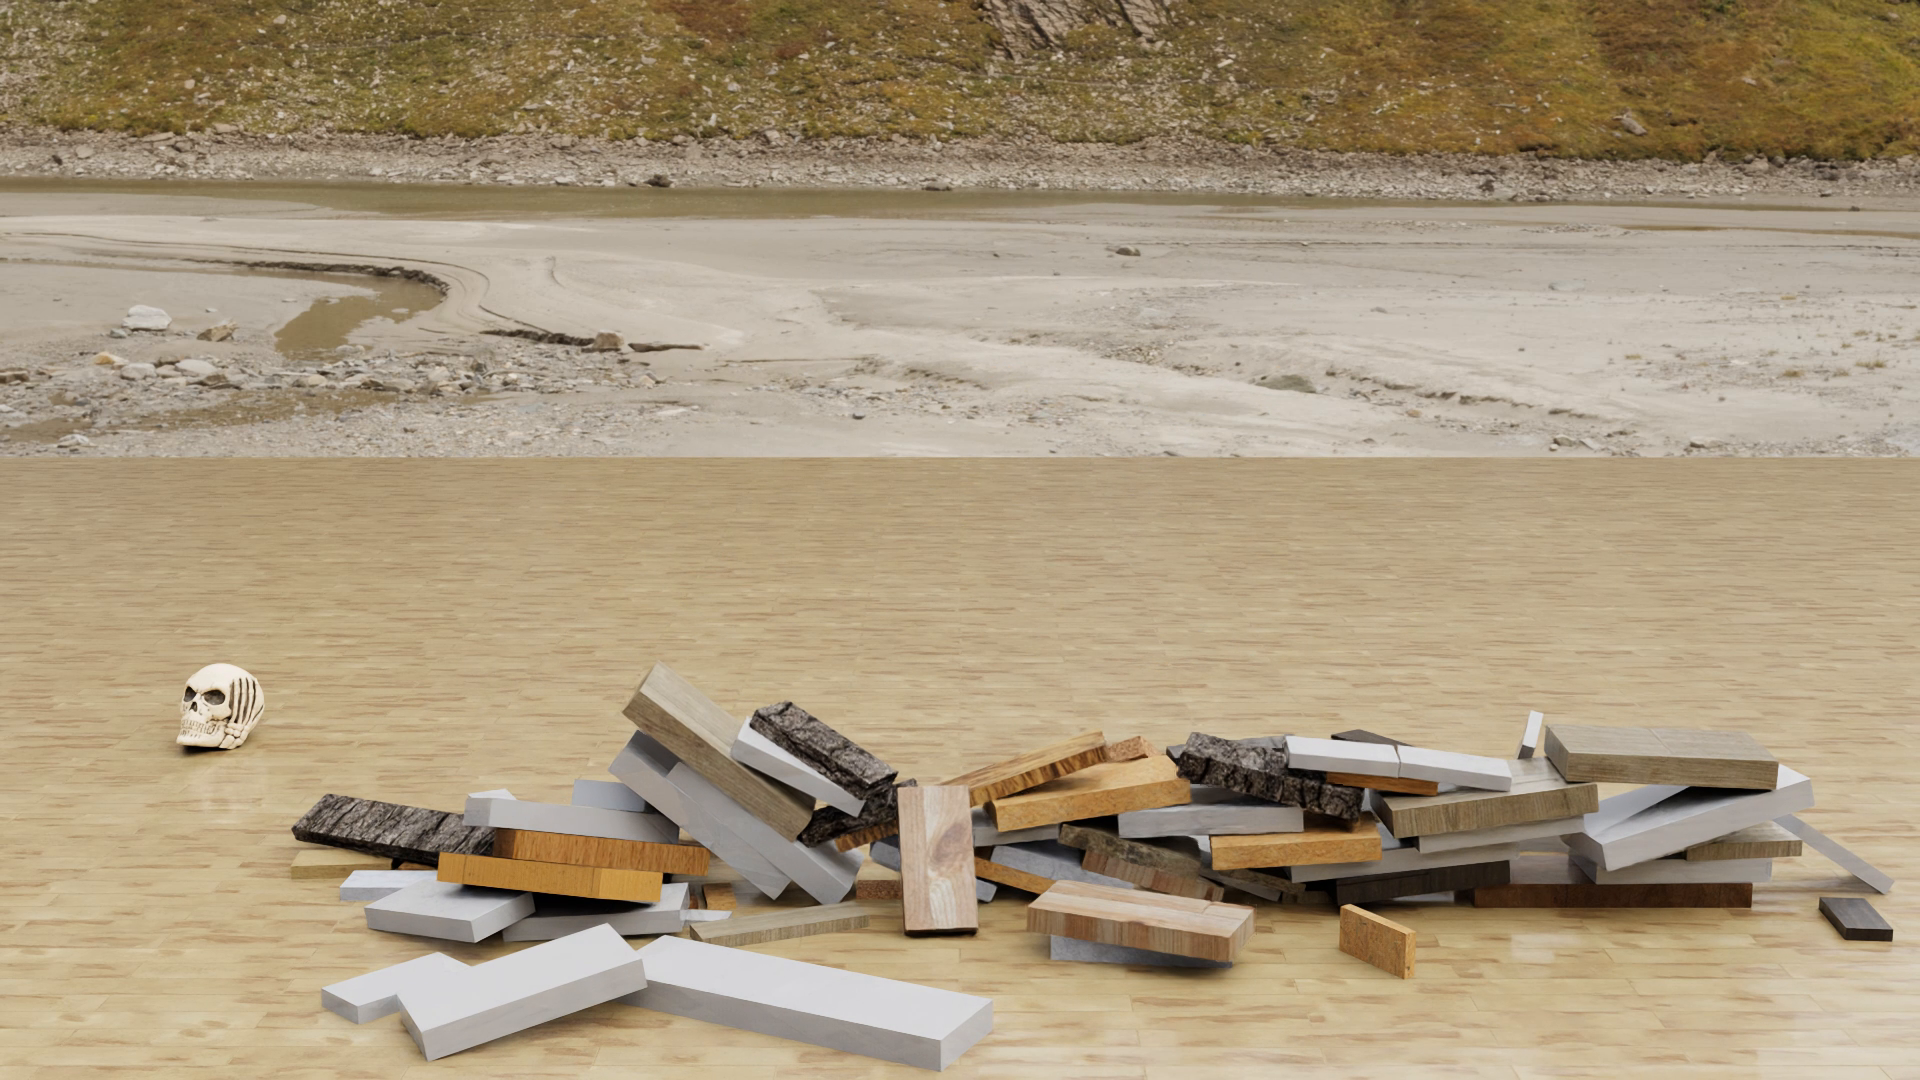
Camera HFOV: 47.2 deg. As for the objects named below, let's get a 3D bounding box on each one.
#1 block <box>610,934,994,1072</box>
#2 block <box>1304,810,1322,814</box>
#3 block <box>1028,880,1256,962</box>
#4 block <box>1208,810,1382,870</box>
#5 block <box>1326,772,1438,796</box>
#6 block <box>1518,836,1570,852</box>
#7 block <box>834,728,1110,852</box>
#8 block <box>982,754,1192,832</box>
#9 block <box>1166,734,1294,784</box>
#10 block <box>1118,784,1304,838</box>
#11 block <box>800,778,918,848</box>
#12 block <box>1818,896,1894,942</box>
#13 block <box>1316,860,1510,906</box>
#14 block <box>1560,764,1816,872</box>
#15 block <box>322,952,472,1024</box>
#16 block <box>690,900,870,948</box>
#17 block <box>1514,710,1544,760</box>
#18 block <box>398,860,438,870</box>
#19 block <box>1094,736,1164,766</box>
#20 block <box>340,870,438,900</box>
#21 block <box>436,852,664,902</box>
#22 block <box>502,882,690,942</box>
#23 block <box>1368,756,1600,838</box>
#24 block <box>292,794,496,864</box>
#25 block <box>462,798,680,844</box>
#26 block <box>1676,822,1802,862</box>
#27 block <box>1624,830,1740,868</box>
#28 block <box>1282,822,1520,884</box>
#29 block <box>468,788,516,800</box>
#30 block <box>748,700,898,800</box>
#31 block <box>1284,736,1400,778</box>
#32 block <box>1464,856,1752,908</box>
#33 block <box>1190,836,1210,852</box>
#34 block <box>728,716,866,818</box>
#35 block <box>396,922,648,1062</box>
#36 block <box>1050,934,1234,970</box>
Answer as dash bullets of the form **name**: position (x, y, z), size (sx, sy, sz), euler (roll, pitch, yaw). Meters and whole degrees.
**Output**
- **block**: position (-0.238, 0.661, 3.163), size (0.558, 0.045, 0.160), euler (5, 12, 27)
- **block**: position (0.593, 0.497, 3.786), size (0.112, 0.032, 0.223), euler (-7, -16, 5)
- **block**: position (0.279, 0.583, 3.382), size (0.322, 0.039, 0.139), euler (5, 11, 23)
- **block**: position (0.544, 0.489, 3.588), size (0.269, 0.038, 0.135), euler (-4, 11, 5)
- **block**: position (0.686, 0.381, 3.584), size (0.176, 0.025, 0.088), euler (6, 13, 7)
- **block**: position (1.078, 0.525, 3.930), size (0.223, 0.032, 0.112), euler (1, 11, 5)
- **block**: position (0.018, 0.412, 3.628), size (0.469, 0.027, 0.096), euler (-19, 11, 3)
- **block**: position (0.206, 0.418, 3.643), size (0.322, 0.042, 0.149), euler (-8, 10, -8)
- **block**: position (0.474, 0.414, 3.891), size (0.247, 0.123, 0.035), euler (-3, 33, -19)
- **block**: position (0.413, 0.445, 3.645), size (0.299, 0.042, 0.149), euler (-3, 10, 5)
- **block**: position (-0.163, 0.450, 3.626), size (0.192, 0.027, 0.096), euler (-19, 12, 7)
- **block**: position (1.434, 0.607, 3.522), size (0.072, 0.020, 0.143), euler (1, 11, 5)
- **block**: position (0.743, 0.542, 3.637), size (0.290, 0.041, 0.145), euler (-6, 11, -6)
- **block**: position (1.179, 0.440, 3.583), size (0.365, 0.047, 0.166), euler (-16, 12, -7)
- **block**: position (-0.823, 0.657, 3.231), size (0.099, 0.028, 0.198), euler (10, 14, 43)
- **block**: position (-0.285, 0.612, 3.493), size (0.277, 0.020, 0.072), euler (-4, 11, -23)
- **block**: position (0.952, 0.418, 3.786), size (0.021, 0.316, 0.075), euler (16, 51, 12)
- **block**: position (-0.864, 0.562, 3.757), size (0.167, 0.024, 0.084), euler (2, 11, 9)
- **block**: position (0.225, 0.412, 3.809), size (0.247, 0.035, 0.123), euler (-22, -30, 17)
- **block**: position (-0.940, 0.577, 3.673), size (0.167, 0.024, 0.084), euler (0, 11, 1)
- **block**: position (-0.649, 0.533, 3.479), size (0.320, 0.045, 0.160), euler (1, -10, 28)
- **block**: position (-0.578, 0.593, 3.510), size (0.279, 0.036, 0.127), euler (-3, 11, 0)
- **block**: position (0.849, 0.416, 3.583), size (0.331, 0.047, 0.166), euler (-7, 12, -2)
- **block**: position (-0.967, 0.504, 3.806), size (0.430, 0.028, 0.099), euler (4, 34, 30)
- **block**: position (-0.643, 0.466, 3.644), size (0.320, 0.045, 0.160), euler (10, -10, -26)
- **block**: position (1.275, 0.498, 3.638), size (0.198, 0.028, 0.099), euler (-1, 11, -7)
- **block**: position (1.160, 0.481, 3.602), size (0.198, 0.028, 0.099), euler (-15, 12, -4)
- **block**: position (0.717, 0.505, 3.627), size (0.375, 0.038, 0.135), euler (-6, 11, -3)
- **block**: position (-0.864, 0.498, 4.109), size (0.072, 0.020, 0.144), euler (-5, 12, -27)
- **block**: position (-0.225, 0.345, 3.628), size (0.231, 0.033, 0.116), euler (31, 15, 17)
- **block**: position (0.620, 0.352, 3.576), size (0.176, 0.025, 0.088), euler (5, 13, 2)
- **block**: position (1.070, 0.569, 3.670), size (0.453, 0.041, 0.145), euler (0, 11, 0)
- **block**: position (0.457, 0.511, 3.861), size (0.121, 0.034, 0.242), euler (15, 24, 24)
- **block**: position (-0.260, 0.372, 3.607), size (0.231, 0.033, 0.116), euler (26, 13, -3)
- **block**: position (-0.625, 0.641, 3.135), size (0.319, 0.045, 0.160), euler (-15, 16, -24)
- **block**: position (0.286, 0.616, 3.421), size (0.277, 0.039, 0.139), euler (2, 11, 8)
